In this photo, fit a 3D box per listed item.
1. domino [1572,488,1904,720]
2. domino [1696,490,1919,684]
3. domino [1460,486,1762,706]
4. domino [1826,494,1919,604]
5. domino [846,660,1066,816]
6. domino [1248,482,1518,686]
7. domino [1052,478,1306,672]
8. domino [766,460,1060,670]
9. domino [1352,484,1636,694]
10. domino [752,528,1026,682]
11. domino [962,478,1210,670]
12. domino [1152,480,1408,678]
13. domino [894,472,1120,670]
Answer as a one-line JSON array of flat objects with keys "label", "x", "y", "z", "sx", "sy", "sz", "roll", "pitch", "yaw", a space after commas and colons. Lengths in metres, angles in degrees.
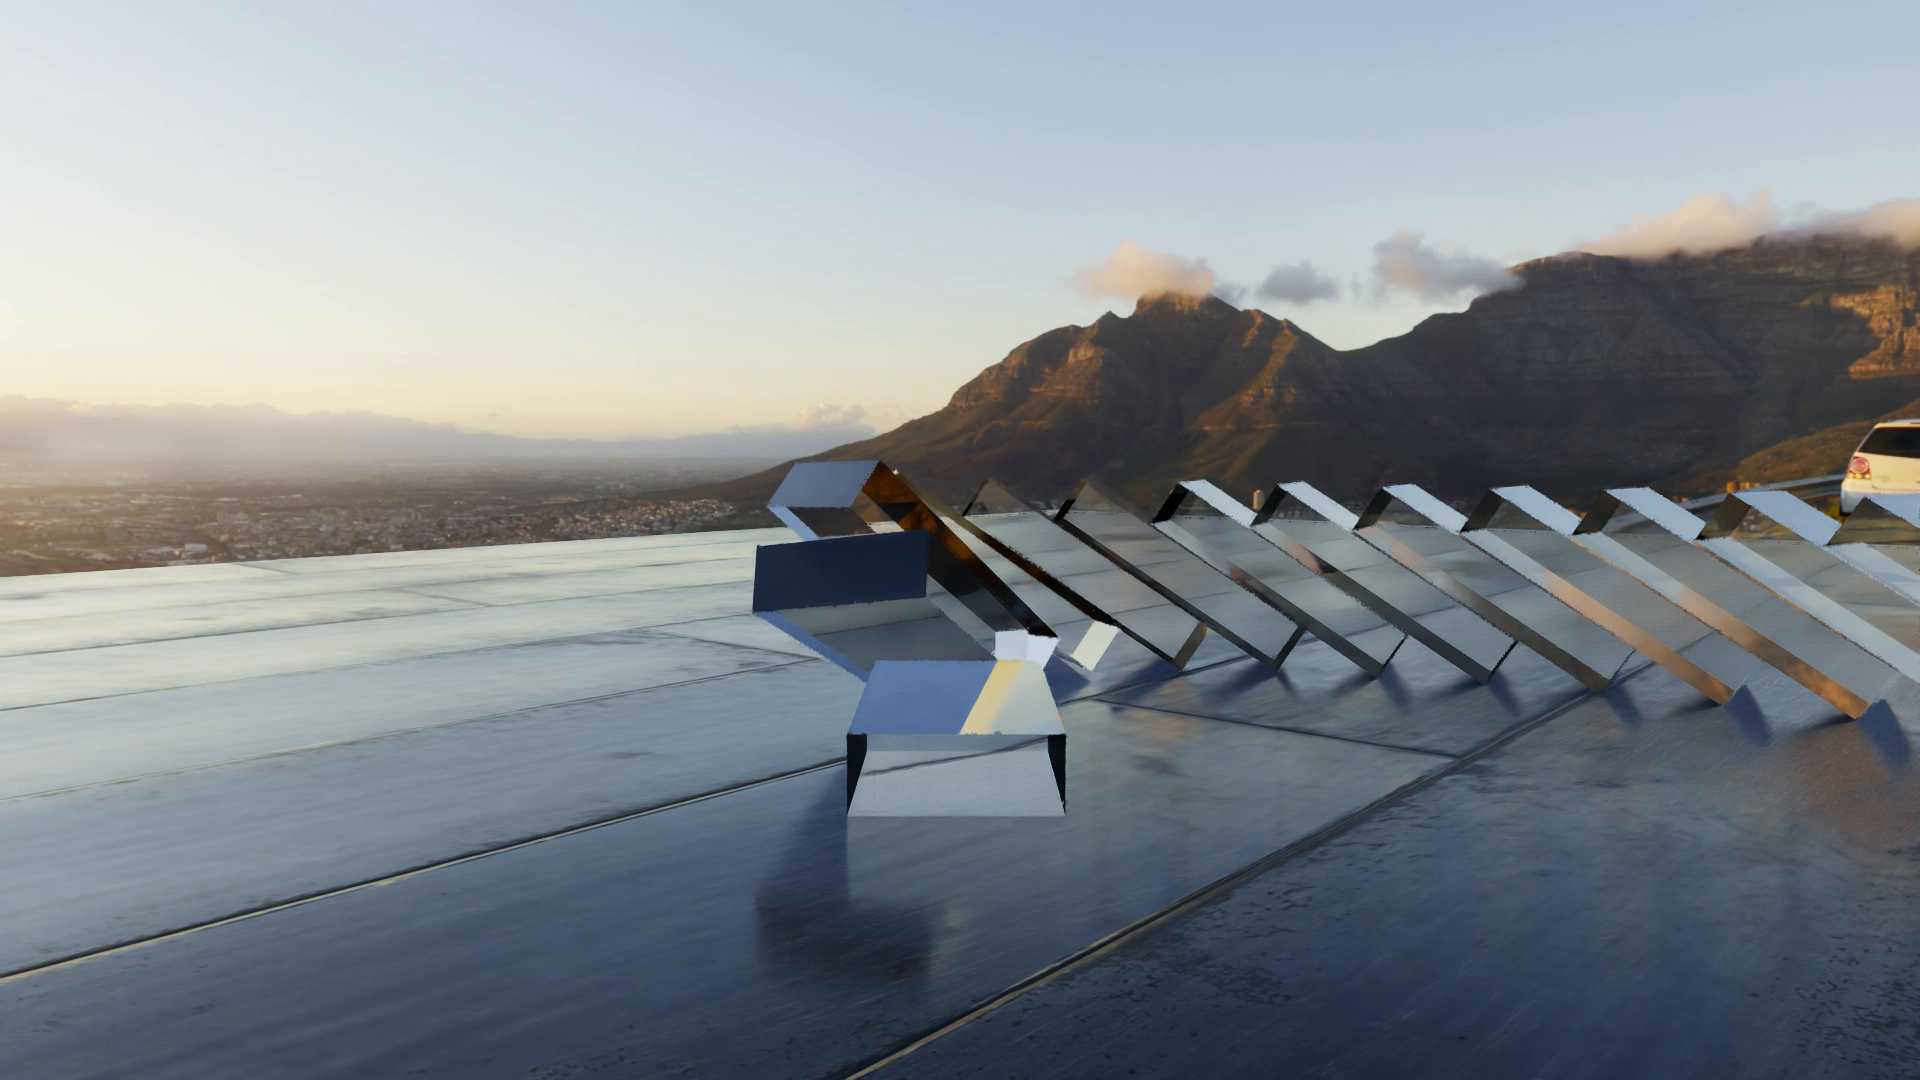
[{"label": "domino", "x": 0.133, "y": 0.009, "z": 0.218, "sx": 0.025, "sy": 0.010, "sz": 0.050, "roll": -4, "pitch": 38, "yaw": -46}, {"label": "domino", "x": 0.148, "y": 0.010, "z": 0.206, "sx": 0.025, "sy": 0.010, "sz": 0.050, "roll": -3, "pitch": 37, "yaw": -39}, {"label": "domino", "x": 0.117, "y": 0.008, "z": 0.229, "sx": 0.050, "sy": 0.009, "sz": 0.025, "roll": 40, "pitch": 26, "yaw": 29}, {"label": "domino", "x": 0.161, "y": 0.011, "z": 0.192, "sx": 0.025, "sy": 0.010, "sz": 0.050, "roll": -3, "pitch": 37, "yaw": -36}, {"label": "domino", "x": 0.000, "y": 0.025, "z": 0.171, "sx": 0.025, "sy": 0.009, "sz": 0.050, "roll": 0, "pitch": 4, "yaw": 0}, {"label": "domino", "x": 0.081, "y": 0.007, "z": 0.244, "sx": 0.050, "sy": 0.010, "sz": 0.025, "roll": 37, "pitch": 18, "yaw": 19}, {"label": "domino", "x": 0.043, "y": 0.006, "z": 0.252, "sx": 0.050, "sy": 0.010, "sz": 0.025, "roll": 35, "pitch": 10, "yaw": 9}, {"label": "domino", "x": -0.008, "y": 0.006, "z": 0.223, "sx": 0.025, "sy": 0.010, "sz": 0.050, "roll": 2, "pitch": -35, "yaw": 51}, {"label": "domino", "x": 0.100, "y": 0.008, "z": 0.237, "sx": 0.050, "sy": 0.009, "sz": 0.025, "roll": 38, "pitch": 22, "yaw": 24}, {"label": "domino", "x": -0.009, "y": 0.012, "z": 0.194, "sx": 0.025, "sy": 0.009, "sz": 0.050, "roll": -6, "pitch": -21, "yaw": 17}, {"label": "domino", "x": 0.024, "y": 0.006, "z": 0.250, "sx": 0.050, "sy": 0.010, "sz": 0.025, "roll": 34, "pitch": 5, "yaw": 2}, {"label": "domino", "x": 0.063, "y": 0.006, "z": 0.250, "sx": 0.050, "sy": 0.010, "sz": 0.025, "roll": 36, "pitch": 16, "yaw": 16}, {"label": "domino", "x": 0.004, "y": 0.006, "z": 0.242, "sx": 0.050, "sy": 0.009, "sz": 0.025, "roll": 35, "pitch": -5, "yaw": -11}]
